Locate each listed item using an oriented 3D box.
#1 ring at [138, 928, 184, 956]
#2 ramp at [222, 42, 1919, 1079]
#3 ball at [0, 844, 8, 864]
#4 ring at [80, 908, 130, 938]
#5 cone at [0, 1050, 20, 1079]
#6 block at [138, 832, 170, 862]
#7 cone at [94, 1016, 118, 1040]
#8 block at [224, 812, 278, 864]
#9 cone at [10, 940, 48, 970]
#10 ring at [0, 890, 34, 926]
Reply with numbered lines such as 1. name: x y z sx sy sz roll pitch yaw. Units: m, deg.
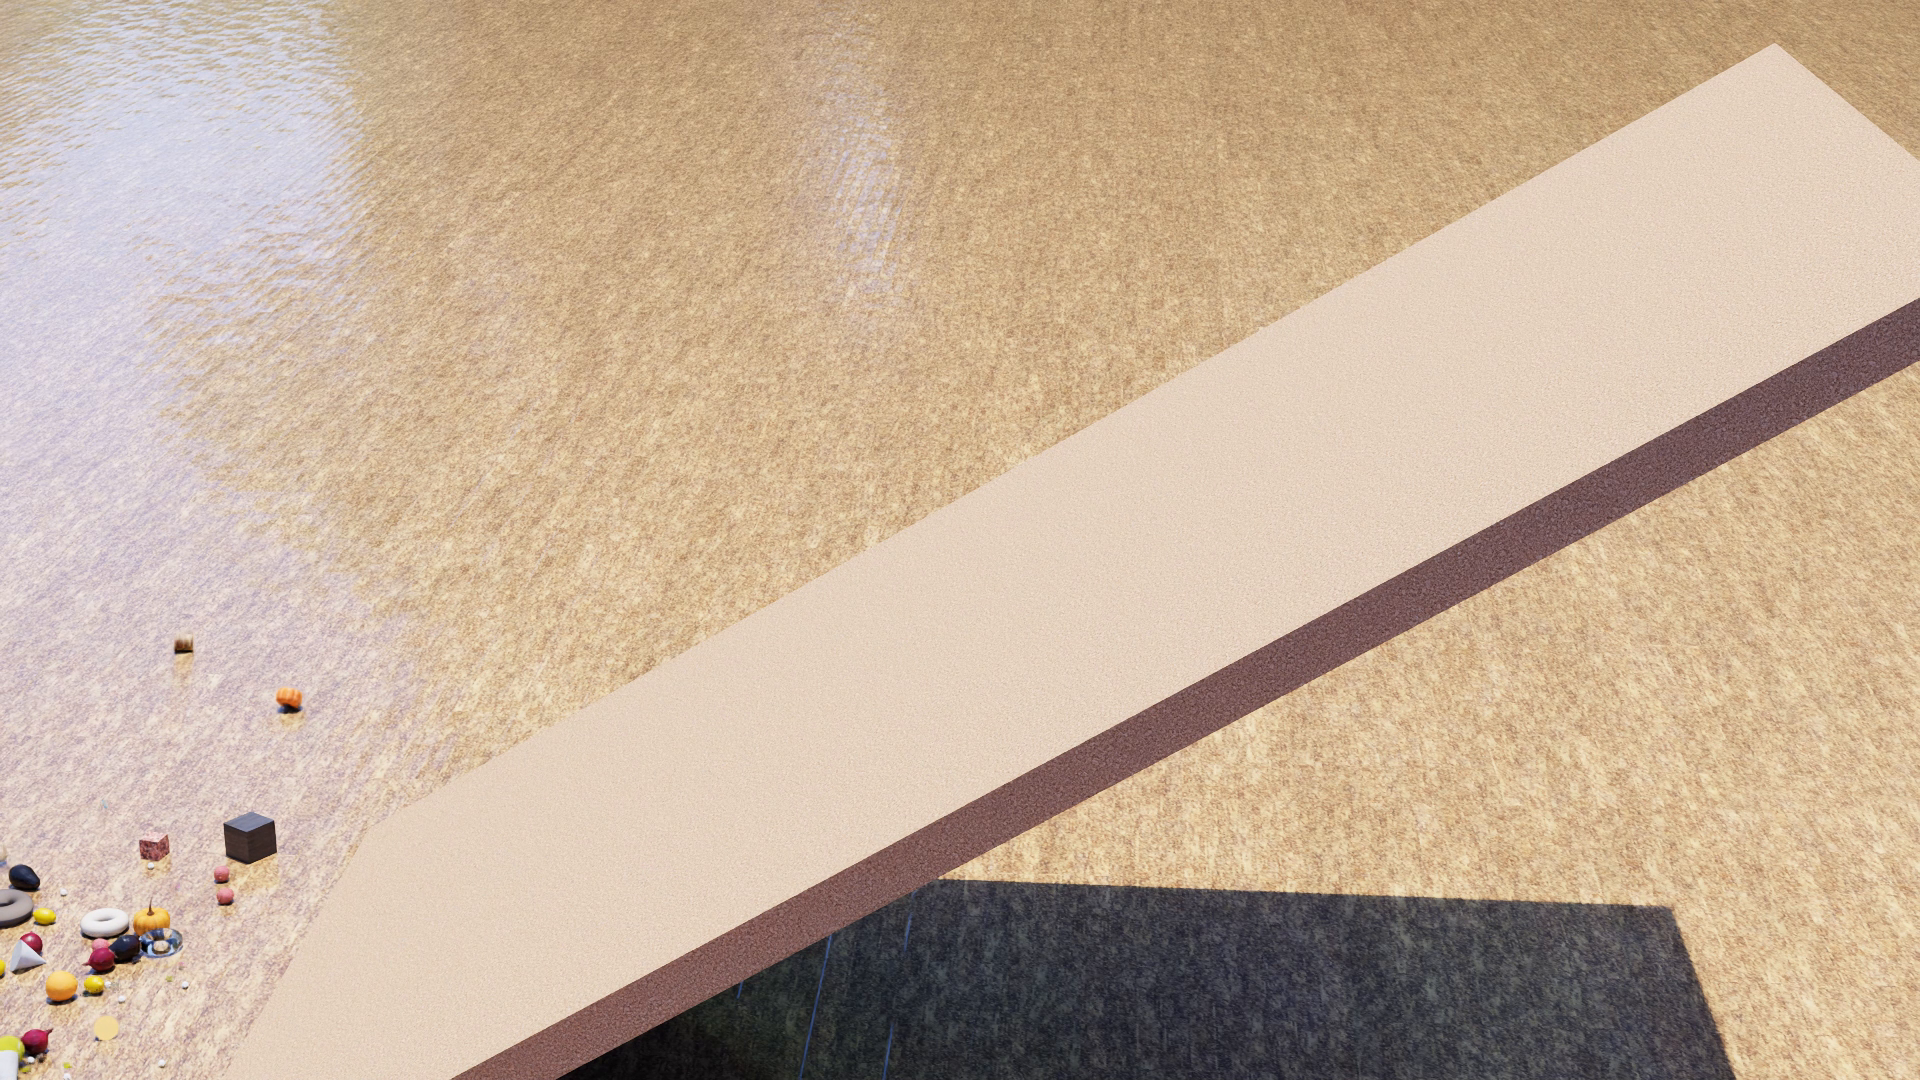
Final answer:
1. ring: -1.953 0.981 7.185 0.108 0.036 0.108 1 18 0
2. ramp: 0.142 0.168 6.287 4.000 0.100 2.000 -29 15 12
3. ball: -2.499 0.816 7.629 0.056 0.056 0.056 0 19 0
4. ring: -2.116 0.947 7.278 0.118 0.039 0.118 0 18 0
5. cone: -2.117 1.204 6.528 0.100 0.100 0.100 -14 50 -35
6. block: -2.104 0.800 7.680 0.054 0.054 0.054 5 20 15
7. cone: -1.972 1.126 6.783 0.056 0.056 0.056 -9 -6 -24
8. block: -1.854 0.778 7.684 0.093 0.093 0.093 14 23 35
9. cone: -2.240 1.012 7.099 0.078 0.078 0.078 20 8 -29
10. ring: -2.391 0.919 7.345 0.149 0.050 0.149 1 20 0
